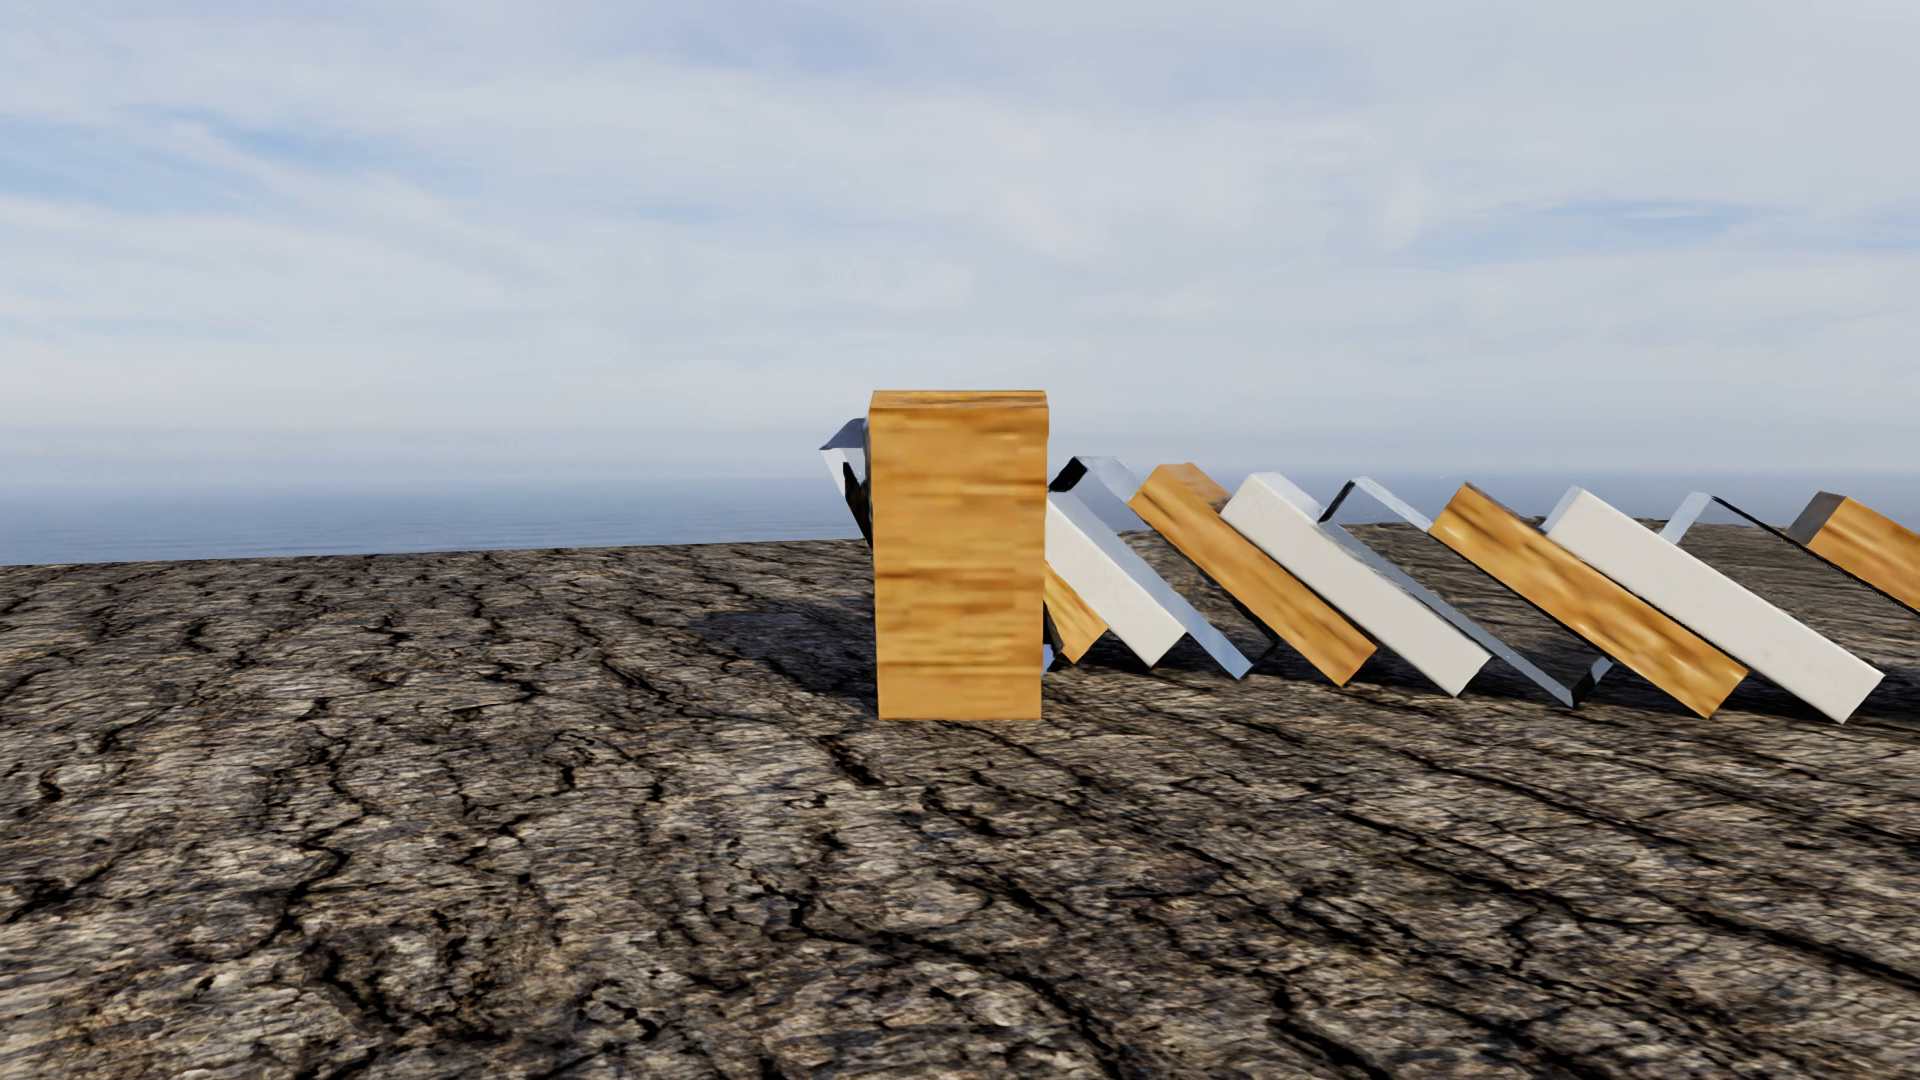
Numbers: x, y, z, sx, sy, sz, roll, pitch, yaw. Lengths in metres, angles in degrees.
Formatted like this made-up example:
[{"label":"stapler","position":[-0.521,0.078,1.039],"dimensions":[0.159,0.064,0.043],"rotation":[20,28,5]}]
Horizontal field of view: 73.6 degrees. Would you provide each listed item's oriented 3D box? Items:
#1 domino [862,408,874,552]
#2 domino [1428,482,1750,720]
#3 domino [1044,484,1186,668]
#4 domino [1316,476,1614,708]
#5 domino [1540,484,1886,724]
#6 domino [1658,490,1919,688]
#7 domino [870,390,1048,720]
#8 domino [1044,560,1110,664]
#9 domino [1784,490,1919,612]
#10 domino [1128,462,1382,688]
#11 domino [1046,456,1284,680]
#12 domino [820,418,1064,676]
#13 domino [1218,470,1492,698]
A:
[{"label":"domino","position":[-0.001,0.002,0.208],"dimensions":[0.025,0.050,0.009],"rotation":[0,31,6]},{"label":"domino","position":[0.104,0.008,0.215],"dimensions":[0.050,0.010,0.025],"rotation":[37,17,16]},{"label":"domino","position":[0.023,0.003,0.250],"dimensions":[0.050,0.009,0.025],"rotation":[44,10,9]},{"label":"domino","position":[0.087,0.008,0.223],"dimensions":[0.050,0.009,0.025],"rotation":[39,18,17]},{"label":"domino","position":[0.122,0.009,0.212],"dimensions":[0.050,0.009,0.025],"rotation":[36,16,16]},{"label":"domino","position":[0.140,0.010,0.206],"dimensions":[0.050,0.009,0.025],"rotation":[35,16,17]},{"label":"domino","position":[0.000,0.003,0.193],"dimensions":[0.025,0.050,0.009],"rotation":[0,23,0]},{"label":"domino","position":[0.005,0.002,0.244],"dimensions":[0.010,0.050,0.025],"rotation":[-45,6,-8]},{"label":"domino","position":[0.157,0.010,0.200],"dimensions":[0.050,0.009,0.025],"rotation":[36,18,19]},{"label":"domino","position":[0.056,0.005,0.241],"dimensions":[0.050,0.009,0.025],"rotation":[42,19,16]},{"label":"domino","position":[0.041,0.004,0.247],"dimensions":[0.050,0.010,0.025],"rotation":[45,20,15]},{"label":"domino","position":[-0.003,0.002,0.226],"dimensions":[0.025,0.050,0.009],"rotation":[2,38,41]},{"label":"domino","position":[0.072,0.007,0.232],"dimensions":[0.050,0.010,0.025],"rotation":[40,18,16]}]
